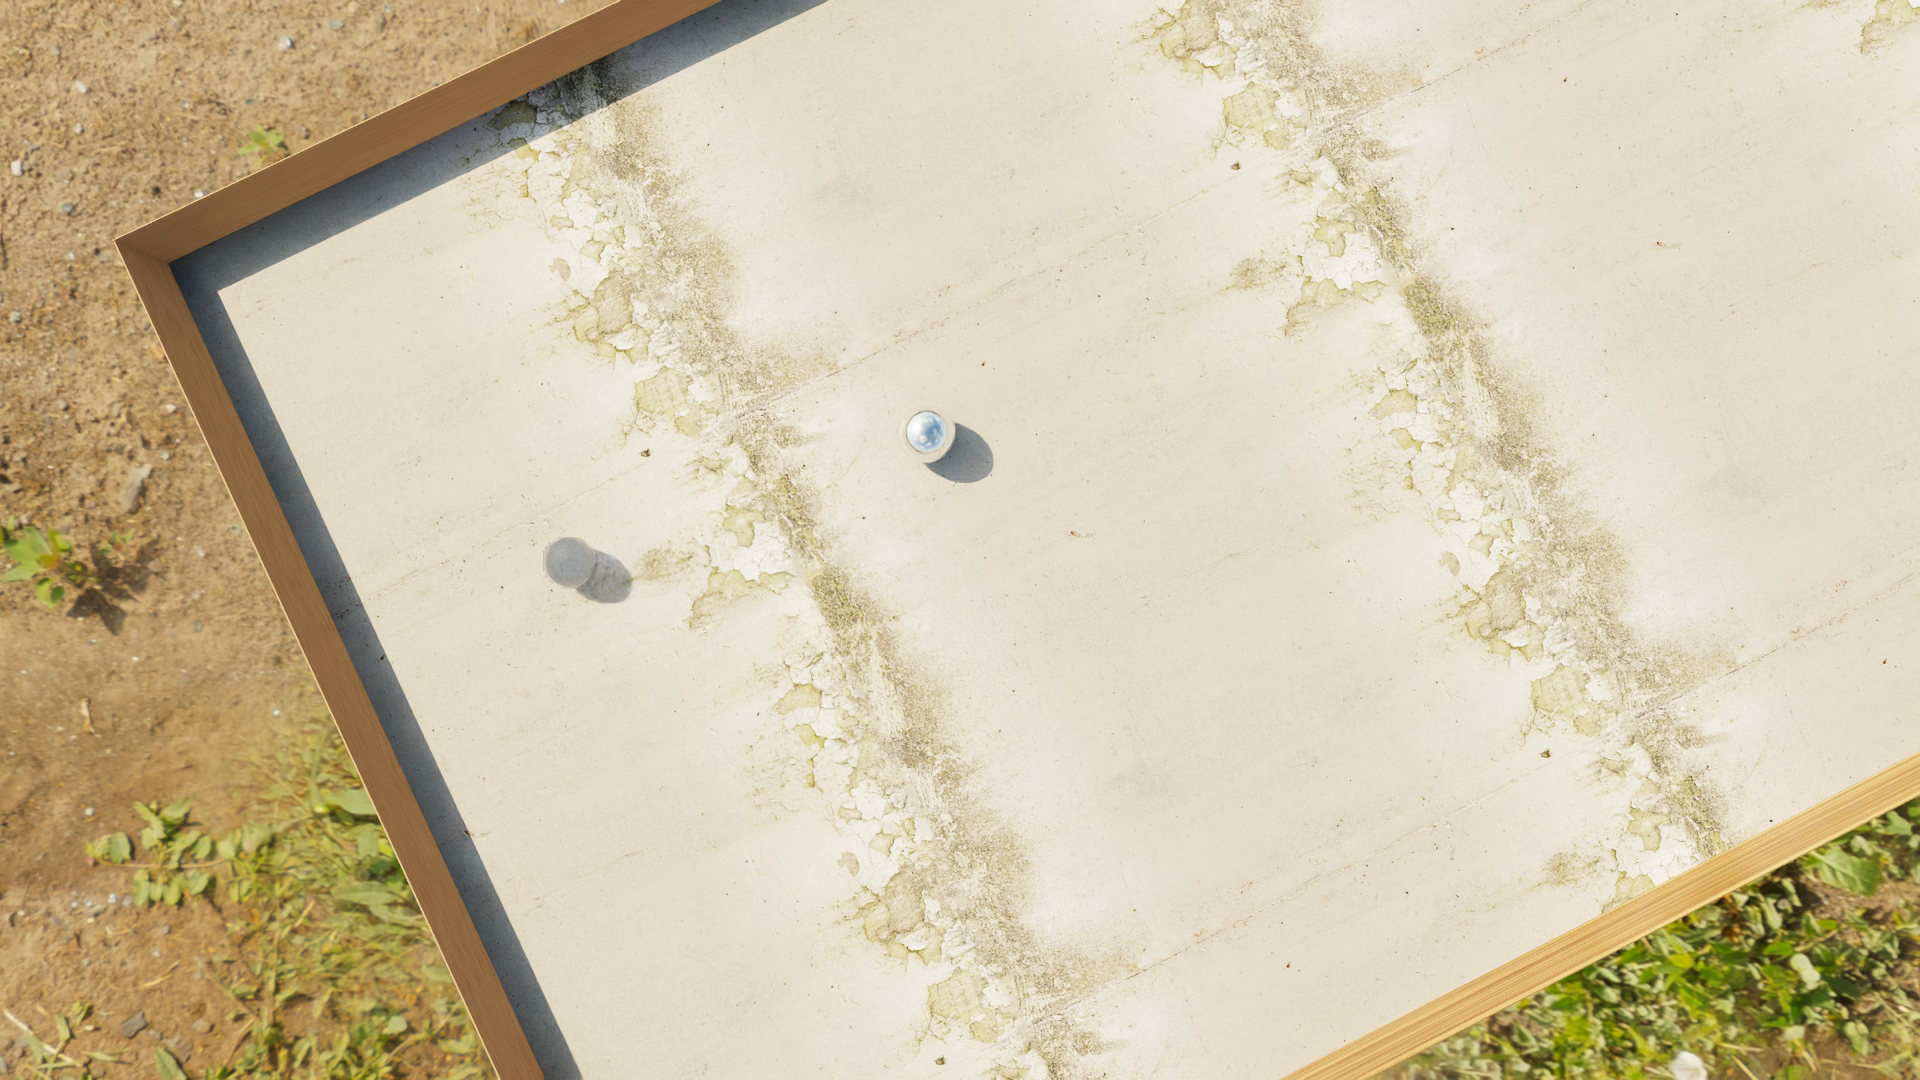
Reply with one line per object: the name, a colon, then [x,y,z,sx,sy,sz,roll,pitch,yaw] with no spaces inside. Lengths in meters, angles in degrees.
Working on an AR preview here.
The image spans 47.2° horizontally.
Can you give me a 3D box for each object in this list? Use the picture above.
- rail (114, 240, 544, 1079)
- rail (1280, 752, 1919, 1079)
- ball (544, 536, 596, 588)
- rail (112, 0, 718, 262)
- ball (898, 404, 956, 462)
rail: [-0.806,0.395,3.187,0.045,0.112,1.892,-26,84,-3]
rail: [1.237,0.410,3.186,3.693,0.112,0.045,-26,84,-3]
ball: [-0.576,0.032,3.252,0.075,0.075,0.075,0,83,0]
rail: [0.417,-1.229,3.391,3.693,0.112,0.045,-26,84,-3]
ball: [-0.049,-0.158,3.271,0.086,0.086,0.086,0,83,0]
